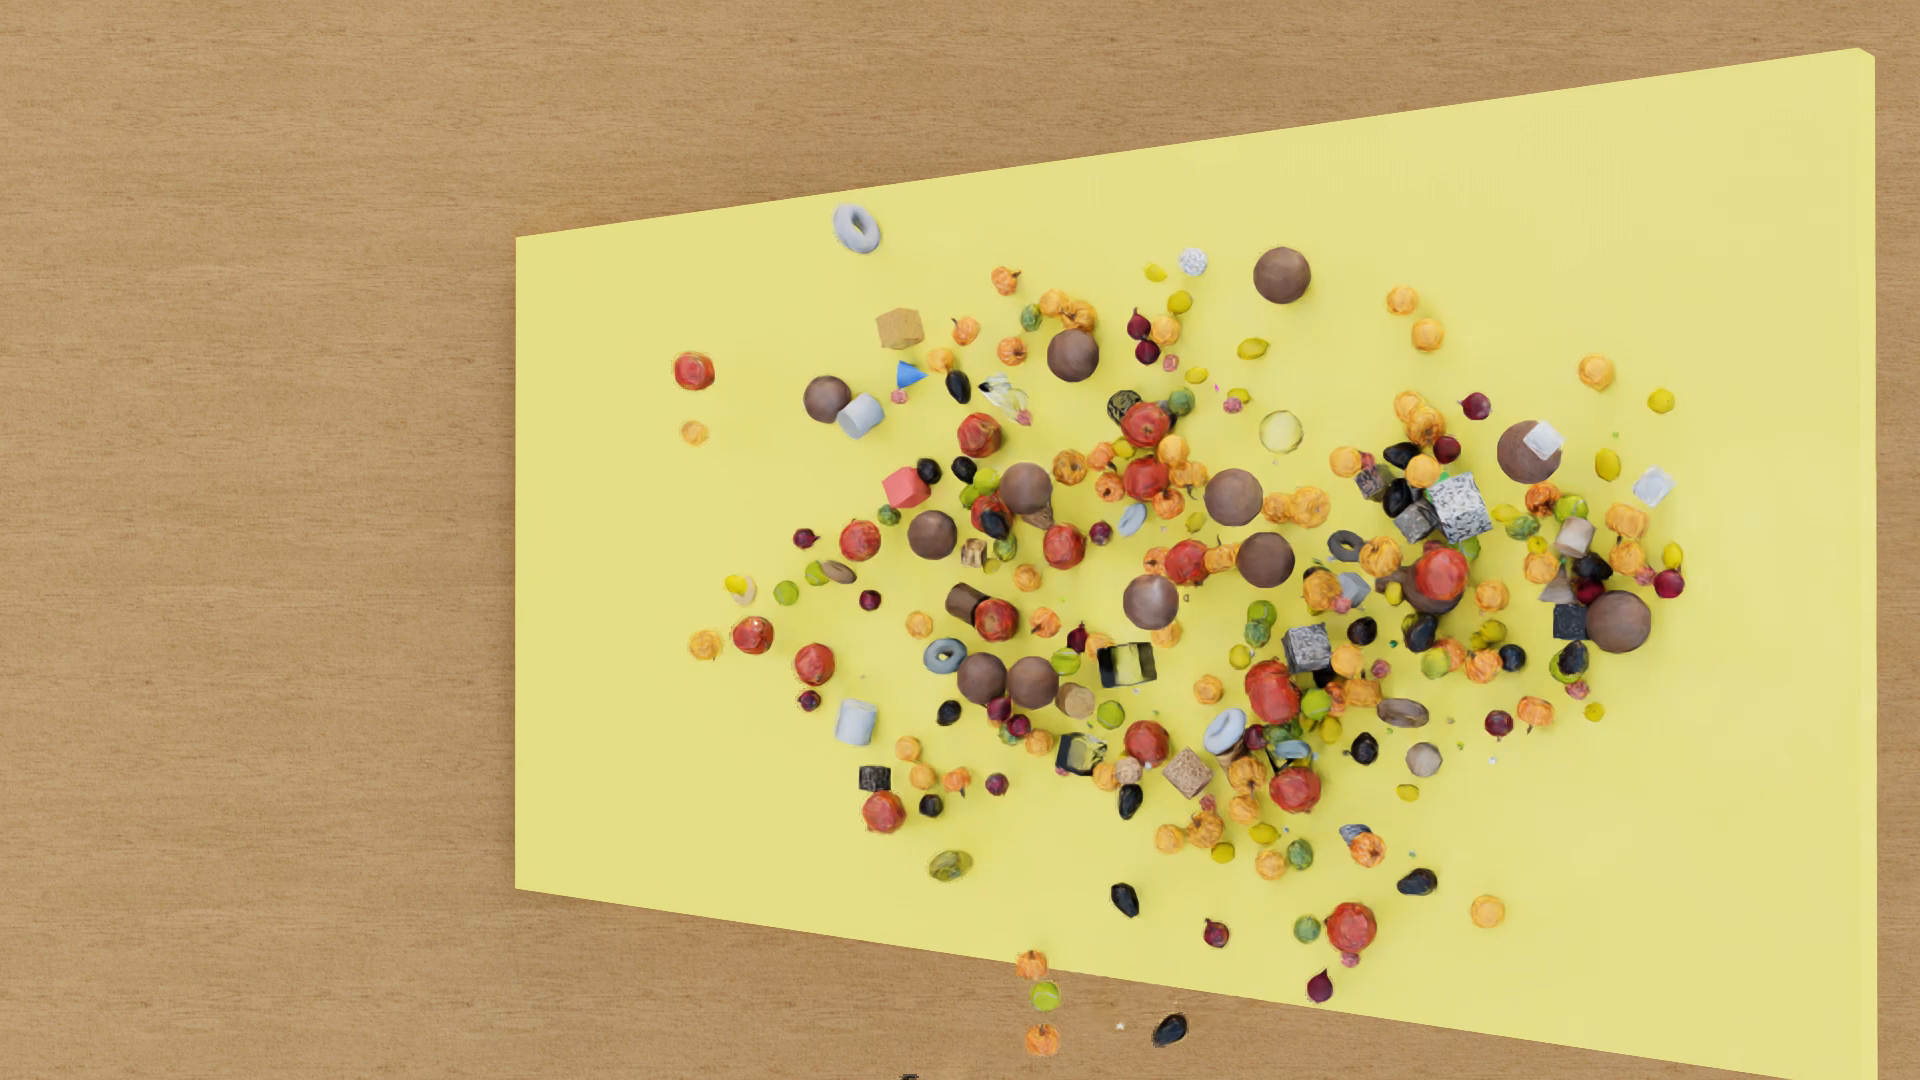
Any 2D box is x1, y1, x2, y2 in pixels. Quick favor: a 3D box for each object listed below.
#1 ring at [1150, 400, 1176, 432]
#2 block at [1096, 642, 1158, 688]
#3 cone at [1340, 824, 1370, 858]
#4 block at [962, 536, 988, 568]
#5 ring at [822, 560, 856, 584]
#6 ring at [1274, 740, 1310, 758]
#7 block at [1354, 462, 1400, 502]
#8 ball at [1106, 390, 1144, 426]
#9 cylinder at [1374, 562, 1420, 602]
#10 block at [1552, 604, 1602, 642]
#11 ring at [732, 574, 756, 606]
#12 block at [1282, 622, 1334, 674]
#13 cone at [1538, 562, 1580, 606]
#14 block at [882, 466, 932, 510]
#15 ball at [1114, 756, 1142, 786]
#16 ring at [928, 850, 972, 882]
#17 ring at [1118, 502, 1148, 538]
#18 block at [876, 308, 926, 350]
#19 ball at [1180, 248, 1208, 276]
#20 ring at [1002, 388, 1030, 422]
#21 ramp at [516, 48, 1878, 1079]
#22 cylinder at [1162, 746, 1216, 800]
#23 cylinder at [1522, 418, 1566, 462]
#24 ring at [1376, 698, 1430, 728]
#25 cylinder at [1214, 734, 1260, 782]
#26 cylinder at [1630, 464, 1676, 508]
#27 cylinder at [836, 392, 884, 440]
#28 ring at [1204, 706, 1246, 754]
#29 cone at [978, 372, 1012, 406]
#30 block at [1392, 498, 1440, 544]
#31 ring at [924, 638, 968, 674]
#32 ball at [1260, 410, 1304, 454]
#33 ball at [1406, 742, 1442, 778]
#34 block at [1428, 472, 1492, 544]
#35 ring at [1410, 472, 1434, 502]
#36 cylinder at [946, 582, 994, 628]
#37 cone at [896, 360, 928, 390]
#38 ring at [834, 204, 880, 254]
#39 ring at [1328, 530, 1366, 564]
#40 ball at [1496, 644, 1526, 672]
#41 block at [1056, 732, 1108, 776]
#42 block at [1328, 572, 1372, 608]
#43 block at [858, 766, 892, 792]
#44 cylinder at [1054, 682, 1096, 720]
[{"bbox_3d":[0.484,-0.296,5.224,0.025,0.075,0.075,-7,90,-44],"label":"ring"},{"bbox_3d":[0.399,0.298,5.247,0.095,0.095,0.095,-15,80,39],"label":"block"},{"bbox_3d":[0.873,0.673,4.855,0.068,0.068,0.068,5,55,0],"label":"cone"},{"bbox_3d":[0.036,0.032,5.463,0.051,0.051,0.051,11,128,17],"label":"block"},{"bbox_3d":[-0.322,0.087,5.840,0.098,0.098,0.033,26,103,0],"label":"ring"},{"bbox_3d":[0.737,0.464,4.869,0.080,0.080,0.027,3,68,0],"label":"ring"},{"bbox_3d":[0.917,-0.126,4.845,0.059,0.059,0.059,-41,61,31],"label":"block"},{"bbox_3d":[0.396,-0.315,5.257,0.090,0.090,0.090,0,90,0],"label":"ball"},{"bbox_3d":[0.956,0.090,4.806,0.073,0.073,0.073,17,90,38],"label":"cylinder"},{"bbox_3d":[1.275,0.171,4.542,0.071,0.071,0.071,3,89,41],"label":"block"},{"bbox_3d":[-0.601,0.141,6.112,0.088,0.029,0.088,-1,88,40],"label":"ring"},{"bbox_3d":[0.766,0.240,4.853,0.082,0.082,0.082,-10,72,-5],"label":"block"},{"bbox_3d":[1.245,0.087,4.562,0.087,0.087,0.087,7,92,0],"label":"cone"},{"bbox_3d":[-0.138,-0.135,5.700,0.080,0.080,0.080,-34,69,34],"label":"block"},{"bbox_3d":[0.395,0.541,5.151,0.067,0.067,0.067,0,90,0],"label":"ball"},{"bbox_3d":[-0.024,0.825,5.570,0.117,0.117,0.039,-18,53,0],"label":"ring"},{"bbox_3d":[0.412,-0.049,5.251,0.031,0.094,0.094,25,90,-27],"label":"ring"},{"bbox_3d":[-0.155,-0.548,5.715,0.082,0.082,0.082,-21,77,37],"label":"block"},{"bbox_3d":[0.548,-0.651,5.150,0.066,0.066,0.066,0,90,0],"label":"ball"},{"bbox_3d":[0.140,-0.338,5.508,0.083,0.028,0.083,-4,83,38],"label":"ring"},{"bbox_3d":[0.213,0.062,5.528,4.000,0.100,2.000,0,90,39],"label":"ramp"},{"bbox_3d":[0.534,0.544,5.126,0.089,0.089,0.089,-45,76,0],"label":"cylinder"},{"bbox_3d":[1.149,-0.197,4.328,0.060,0.060,0.060,-43,76,0],"label":"cylinder"},{"bbox_3d":[0.945,0.369,4.690,0.113,0.113,0.038,13,69,0],"label":"ring"},{"bbox_3d":[0.632,0.497,5.037,0.083,0.083,0.083,-32,113,0],"label":"cylinder"},{"bbox_3d":[1.402,-0.110,4.447,0.063,0.063,0.063,37,115,0],"label":"cylinder"},{"bbox_3d":[-0.261,-0.325,5.774,0.089,0.089,0.089,-41,90,-25],"label":"cylinder"},{"bbox_3d":[0.598,0.430,4.967,0.041,0.122,0.122,36,90,-19],"label":"ring"},{"bbox_3d":[0.069,-0.384,5.528,0.087,0.087,0.087,0,90,39],"label":"cone"},{"bbox_3d":[0.991,-0.041,4.752,0.065,0.065,0.065,54,128,15],"label":"block"},{"bbox_3d":[-0.037,0.292,5.550,0.115,0.115,0.038,-14,133,0],"label":"ring"},{"bbox_3d":[0.716,-0.240,4.894,0.099,0.099,0.099,0,90,0],"label":"ball"},{"bbox_3d":[1.005,0.476,4.761,0.078,0.078,0.078,0,90,0],"label":"ball"},{"bbox_3d":[1.060,-0.067,4.664,0.096,0.096,0.096,-21,53,10],"label":"block"},{"bbox_3d":[1.020,-0.101,4.782,0.091,0.030,0.091,-1,89,37],"label":"ring"},{"bbox_3d":[0.025,0.165,5.560,0.088,0.088,0.088,27,90,36],"label":"cylinder"},{"bbox_3d":[-0.118,-0.429,5.715,0.077,0.077,0.077,1,90,16],"label":"cone"},{"bbox_3d":[-0.270,-0.817,5.766,0.049,0.146,0.146,-33,90,38],"label":"ring"},{"bbox_3d":[0.847,0.015,4.810,0.087,0.029,0.087,8,46,-9],"label":"ring"},{"bbox_3d":[1.164,0.249,4.642,0.060,0.060,0.060,0,90,0],"label":"ball"},{"bbox_3d":[0.295,0.520,5.340,0.082,0.082,0.082,18,101,38],"label":"block"},{"bbox_3d":[0.867,0.110,4.889,0.058,0.058,0.058,46,117,30],"label":"block"},{"bbox_3d":[-0.224,0.628,5.779,0.060,0.060,0.060,3,92,39],"label":"block"},{"bbox_3d":[0.279,0.390,5.335,0.079,0.079,0.079,-2,96,-17],"label":"cylinder"}]
